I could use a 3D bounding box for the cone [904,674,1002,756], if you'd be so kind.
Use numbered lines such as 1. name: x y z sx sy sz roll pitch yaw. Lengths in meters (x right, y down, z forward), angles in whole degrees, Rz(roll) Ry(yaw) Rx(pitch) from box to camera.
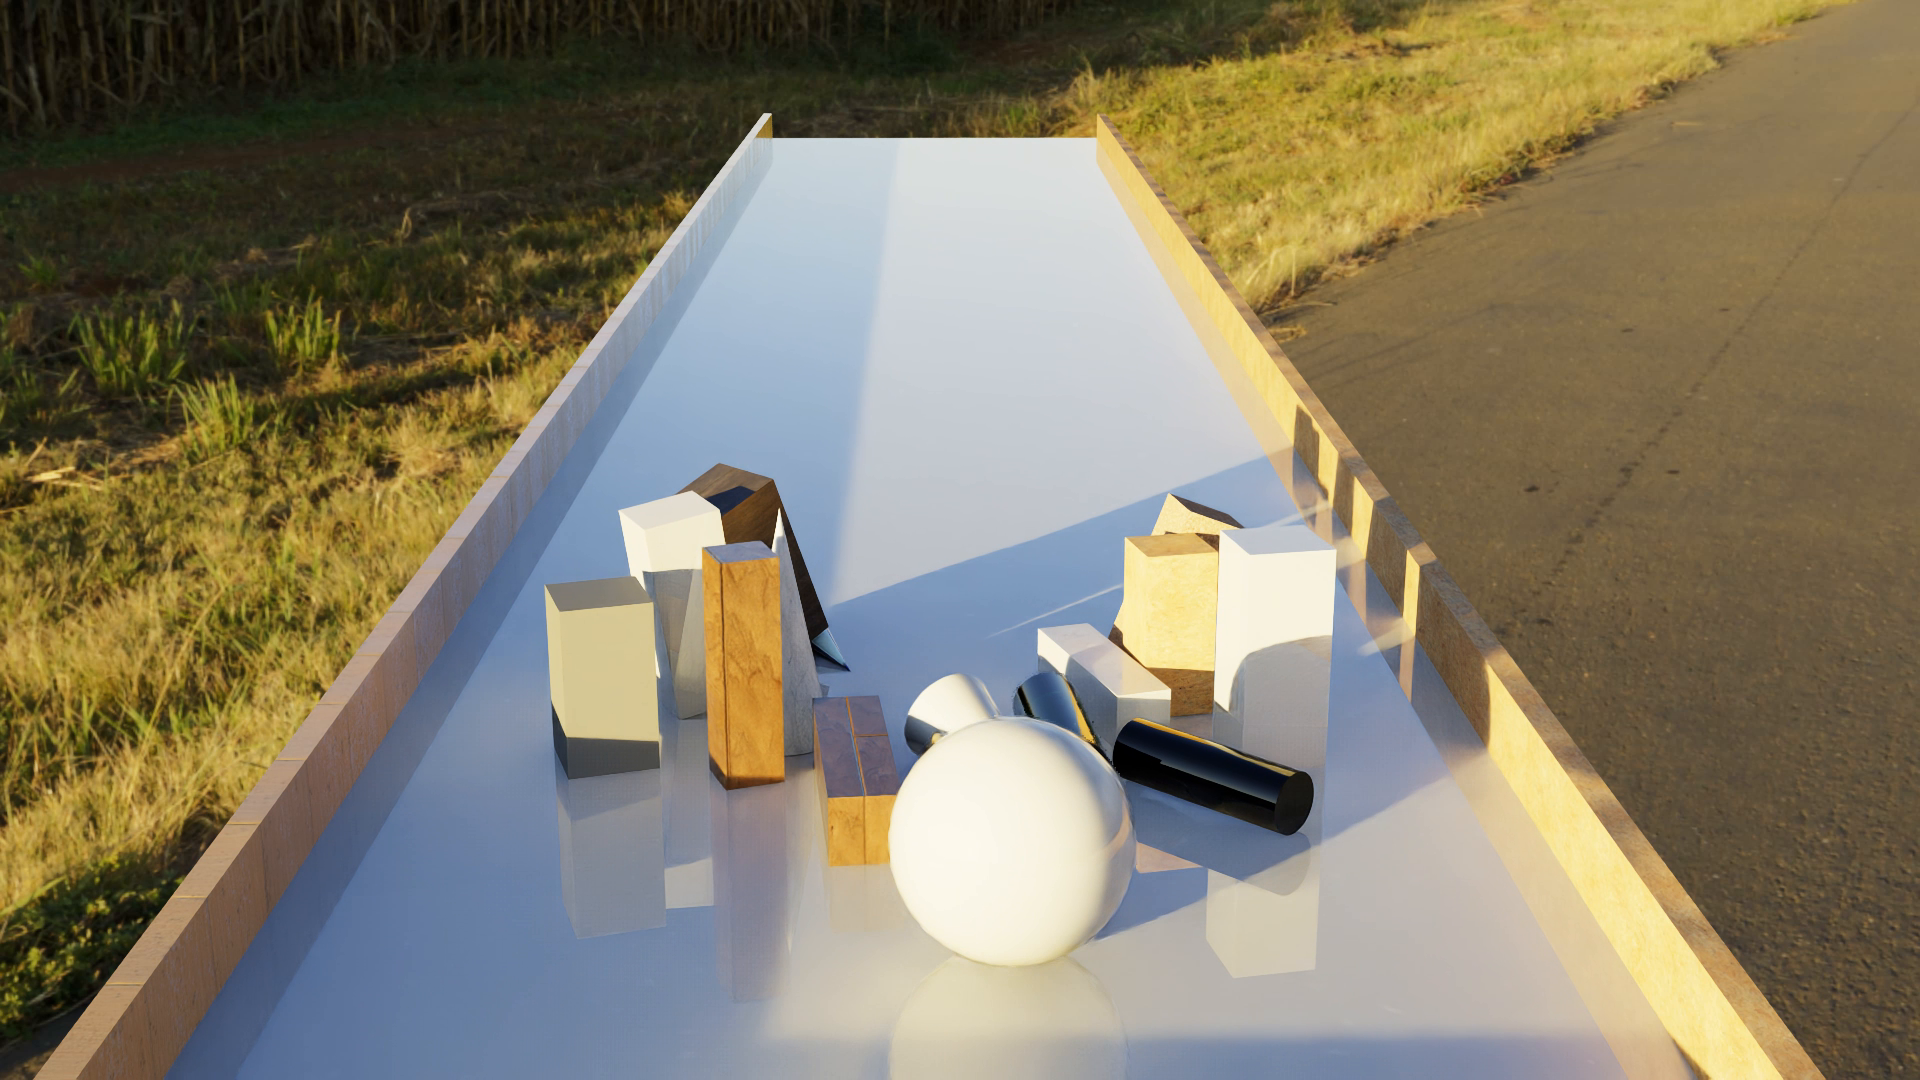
1. cone: 0.077 0.396 3.744 0.174 0.174 0.377 -10 33 -31

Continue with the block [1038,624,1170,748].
1. block: 0.266 0.271 4.133 0.105 0.105 0.393 -6 17 -18

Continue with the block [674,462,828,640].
1. block: -0.428 0.057 4.343 0.171 0.358 0.171 17 45 44

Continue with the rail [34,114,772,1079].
1. rail: -1.118 -0.838 7.780 0.050 0.150 12.000 0 17 -1

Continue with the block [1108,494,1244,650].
1. block: 0.421 0.098 4.272 0.133 0.330 0.133 19 11 -17

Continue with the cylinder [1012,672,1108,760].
1. cylinder: 0.175 0.346 3.850 0.122 0.122 0.331 -2 17 -6

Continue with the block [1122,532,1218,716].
1. block: 0.393 0.160 4.137 0.136 0.314 0.136 -4 17 -13

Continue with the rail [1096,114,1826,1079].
1. rail: 0.932 -0.844 7.801 0.050 0.150 12.000 0 17 -1

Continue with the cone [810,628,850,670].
1. cone: -0.290 0.196 4.474 0.109 0.109 0.317 -9 29 -27

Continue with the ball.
1. ball: 0.075 0.431 3.152 0.357 0.357 0.357 0 17 0

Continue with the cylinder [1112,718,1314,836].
1. cylinder: 0.423 0.396 3.705 0.343 0.109 0.109 15 23 42

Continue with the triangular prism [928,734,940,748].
1. triangular prism: 0.005 0.439 3.542 0.130 0.112 0.424 -3 17 -12

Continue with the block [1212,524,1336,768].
1. block: 0.553 0.191 3.886 0.157 0.399 0.157 -4 17 -12

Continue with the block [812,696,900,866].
1. block: -0.176 0.396 3.688 0.117 0.117 0.447 -2 17 -7

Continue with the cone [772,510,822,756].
1. cone: -0.319 0.152 3.948 0.170 0.436 0.170 0 16 0

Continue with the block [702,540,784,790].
1. block: -0.373 0.216 3.786 0.105 0.408 0.105 -7 18 -21

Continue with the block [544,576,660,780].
1. block: -0.631 0.240 3.879 0.161 0.307 0.161 -6 17 -18

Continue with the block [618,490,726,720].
1. block: -0.514 0.121 4.124 0.146 0.379 0.146 -16 22 -22
